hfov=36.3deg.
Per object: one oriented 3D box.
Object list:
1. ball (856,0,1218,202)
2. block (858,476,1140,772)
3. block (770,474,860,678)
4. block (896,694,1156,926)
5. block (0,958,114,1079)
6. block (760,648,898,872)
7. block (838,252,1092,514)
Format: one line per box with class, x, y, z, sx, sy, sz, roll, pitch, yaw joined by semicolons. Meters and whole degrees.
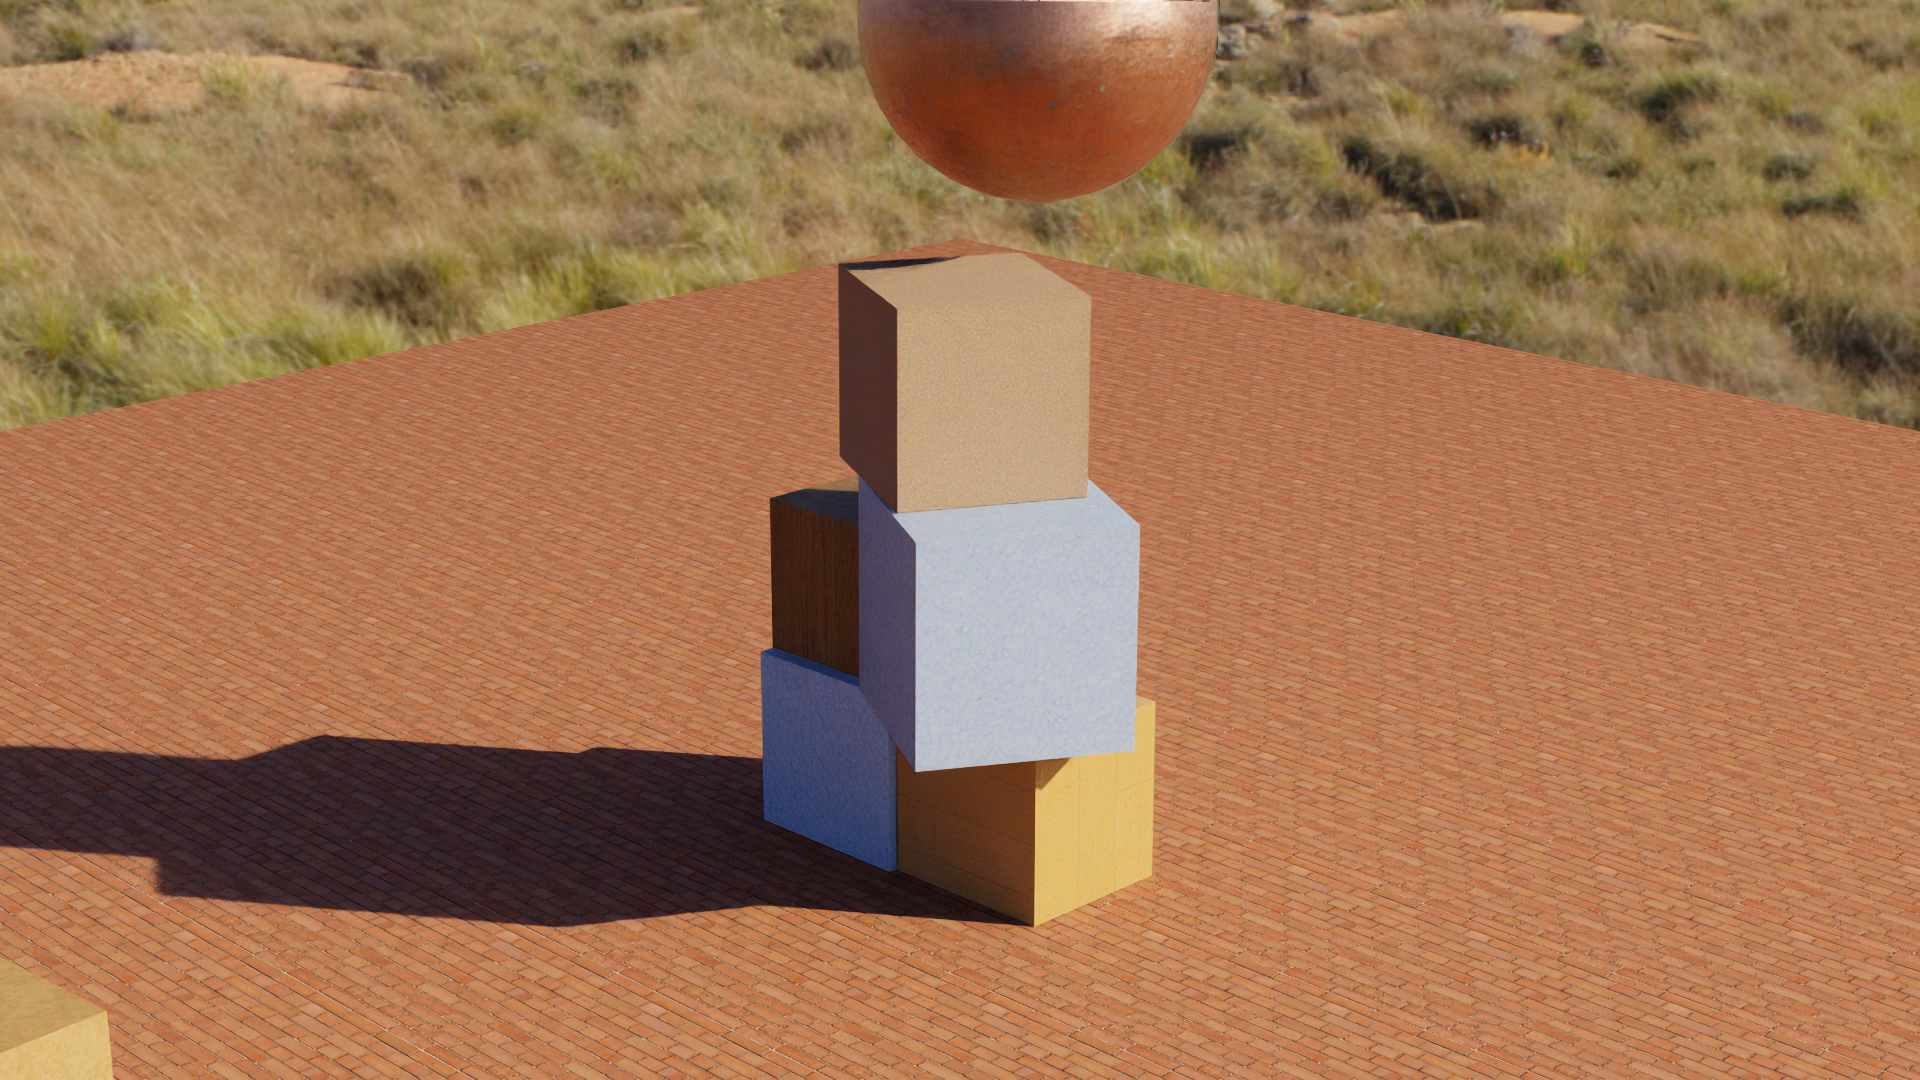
ball;0.341;-2.302;12.976;1.600;1.600;1.600;0;17;0
block;0.150;0.309;12.817;0.973;1.016;1.027;-4;18;-15
block;-0.373;0.157;13.764;0.721;0.736;0.733;-17;24;-42
block;0.297;1.123;13.351;0.870;0.852;0.782;17;24;42
block;-3.630;2.061;10.483;0.844;0.782;0.857;14;22;38
block;-0.303;0.928;13.967;0.933;0.855;0.870;-17;24;-42
block;0.005;-0.706;12.865;0.857;0.890;0.932;-5;18;-17
